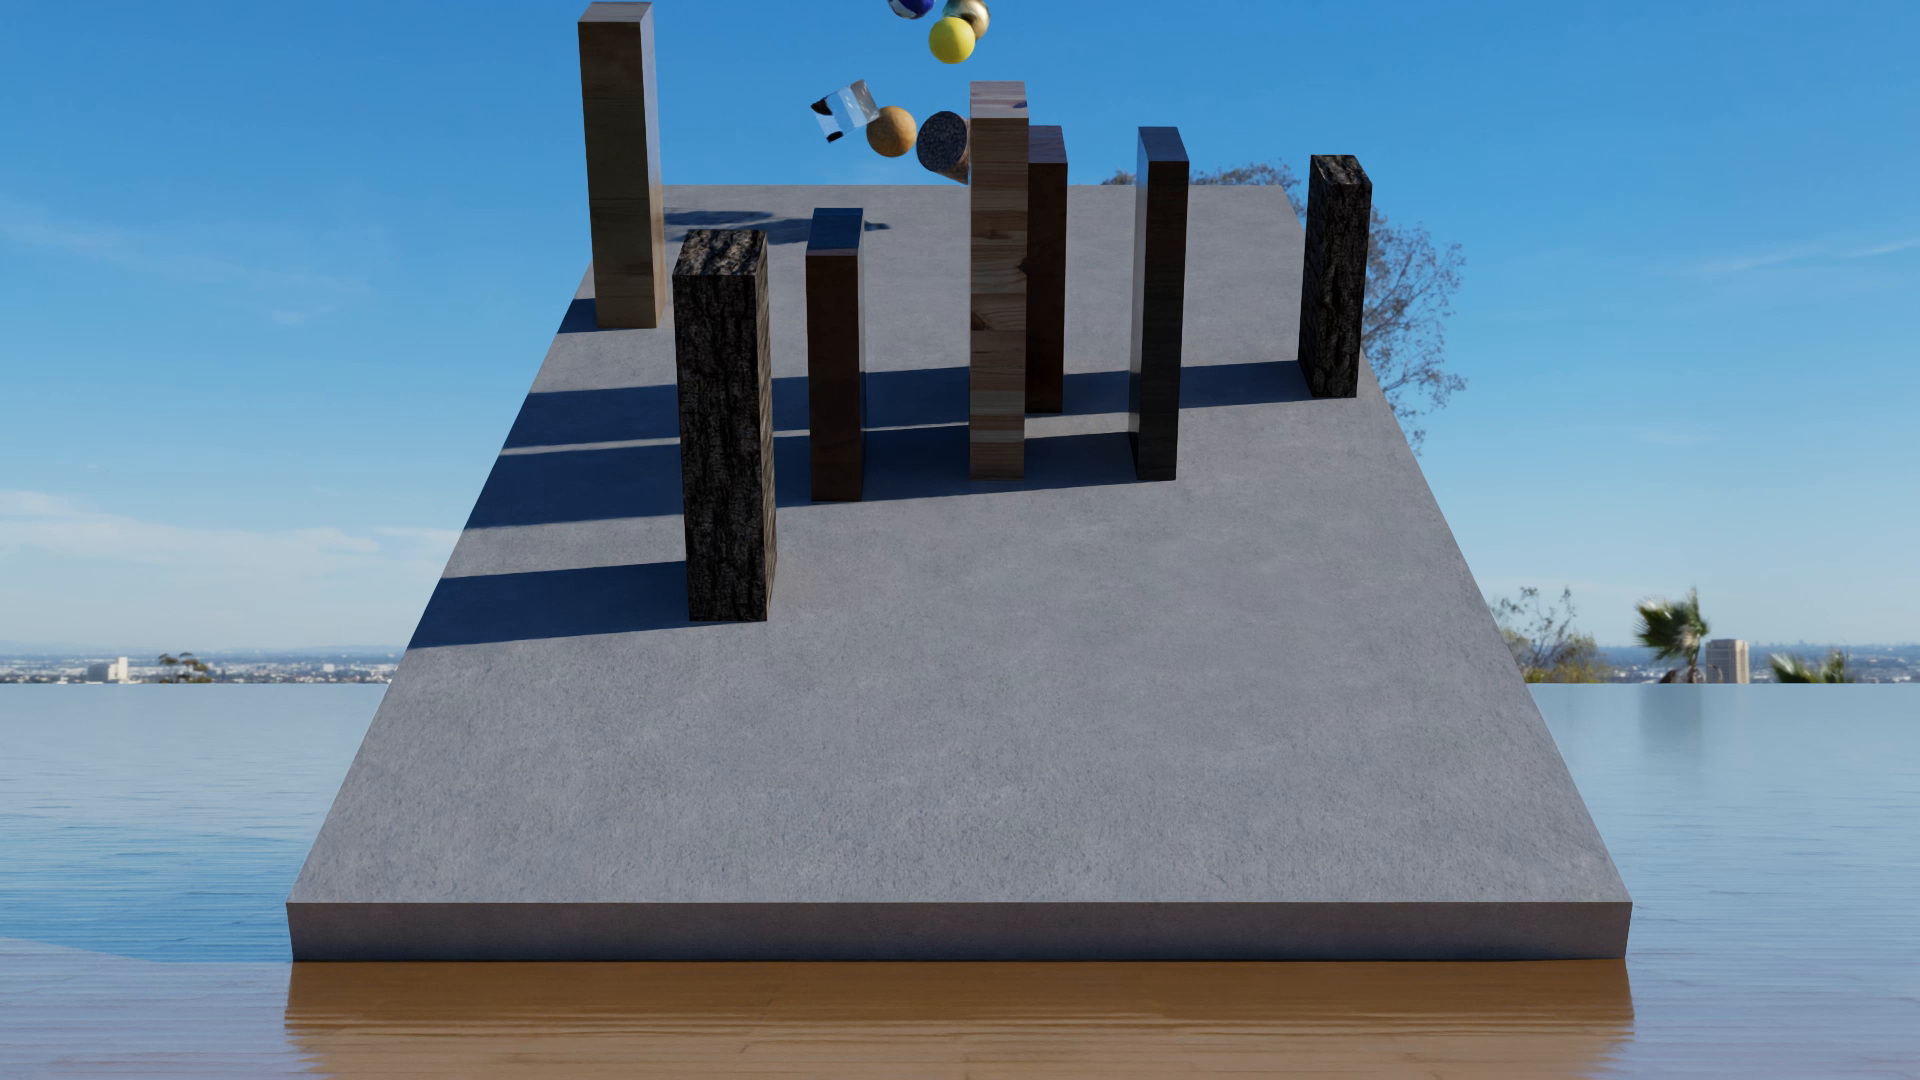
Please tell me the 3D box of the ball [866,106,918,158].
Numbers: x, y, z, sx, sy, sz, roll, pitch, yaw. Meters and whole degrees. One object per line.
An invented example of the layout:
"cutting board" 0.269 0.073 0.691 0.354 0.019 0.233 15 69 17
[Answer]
"ball" -0.199 -1.189 6.768 0.149 0.149 0.149 0 -3 0

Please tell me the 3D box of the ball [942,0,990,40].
"ball" 0.017 -1.546 6.896 0.144 0.144 0.144 0 -3 0

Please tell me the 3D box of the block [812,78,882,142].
"block" -0.326 -1.232 6.676 0.119 0.119 0.119 -18 13 45

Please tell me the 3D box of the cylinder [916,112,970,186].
"cylinder" -0.003 -1.115 6.633 0.176 0.176 0.176 -2 -7 34

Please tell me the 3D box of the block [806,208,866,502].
"block" -0.257 -0.393 4.894 0.104 0.531 0.347 0 24 0

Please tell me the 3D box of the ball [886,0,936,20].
"ball" -0.138 -1.537 6.547 0.142 0.142 0.142 0 -3 0

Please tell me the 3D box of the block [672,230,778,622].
"block" -0.431 -0.212 4.313 0.144 0.670 0.279 0 24 0

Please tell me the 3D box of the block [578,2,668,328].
"block" -0.839 -0.936 5.820 0.149 0.768 0.252 0 24 0

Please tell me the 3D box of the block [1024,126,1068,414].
"block" 0.191 -0.626 5.354 0.087 0.584 0.338 0 24 0

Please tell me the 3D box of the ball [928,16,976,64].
"ball" -0.022 -1.392 6.480 0.130 0.130 0.130 0 -3 0

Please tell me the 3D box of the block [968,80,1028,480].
"block" 0.078 -0.550 4.941 0.115 0.781 0.330 0 24 0

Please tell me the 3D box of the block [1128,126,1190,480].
"block" 0.419 -0.502 4.942 0.082 0.694 0.287 0 24 0

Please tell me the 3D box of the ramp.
"ramp" -0.008 -0.228 5.300 2.000 0.100 4.000 0 24 0

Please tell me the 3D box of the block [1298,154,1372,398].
"block" 0.872 -0.617 5.431 0.101 0.509 0.260 0 24 0
